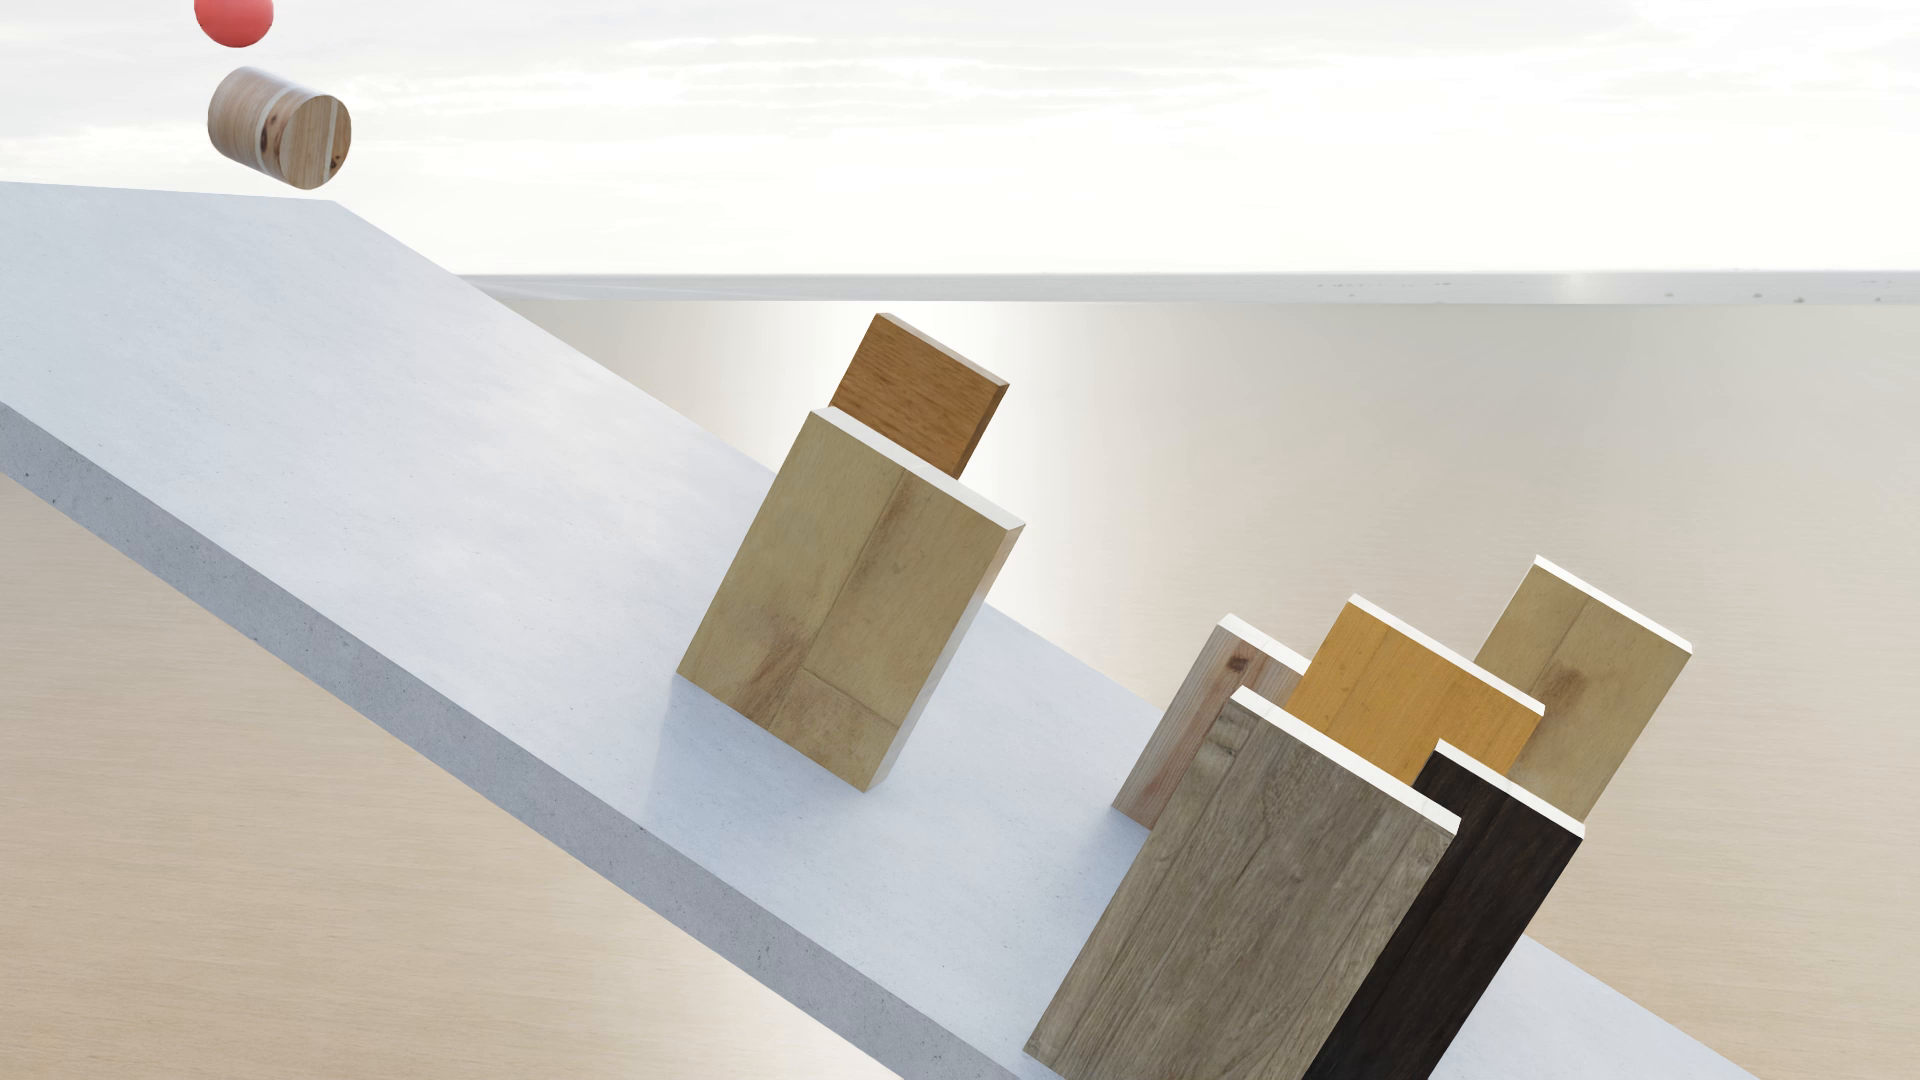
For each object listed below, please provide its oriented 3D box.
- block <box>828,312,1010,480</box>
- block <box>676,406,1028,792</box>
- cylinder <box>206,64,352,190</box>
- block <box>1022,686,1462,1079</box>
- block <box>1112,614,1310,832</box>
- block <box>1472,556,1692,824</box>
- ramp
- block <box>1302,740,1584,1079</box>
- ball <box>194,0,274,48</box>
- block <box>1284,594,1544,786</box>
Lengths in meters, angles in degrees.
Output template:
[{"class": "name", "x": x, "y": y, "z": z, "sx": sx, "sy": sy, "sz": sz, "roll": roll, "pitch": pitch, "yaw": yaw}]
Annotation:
[{"class": "block", "x": -0.160, "y": -0.168, "z": 4.650, "sx": 0.305, "sy": 0.543, "sz": 0.087, "roll": 31, "pitch": 15, "yaw": 11}, {"class": "block", "x": -0.188, "y": 0.099, "z": 3.722, "sx": 0.390, "sy": 0.518, "sz": 0.114, "roll": 31, "pitch": 15, "yaw": 11}, {"class": "cylinder", "x": -1.363, "y": -0.827, "z": 4.408, "sx": 0.197, "sy": 0.197, "sz": 0.197, "roll": 24, "pitch": 16, "yaw": 22}, {"class": "block", "x": 0.386, "y": 0.552, "z": 3.061, "sx": 0.346, "sy": 0.601, "sz": 0.094, "roll": 31, "pitch": 15, "yaw": 11}, {"class": "block", "x": 0.578, "y": 0.431, "z": 4.216, "sx": 0.407, "sy": 0.418, "sz": 0.136, "roll": 31, "pitch": 15, "yaw": 11}, {"class": "block", "x": 1.183, "y": 0.446, "z": 4.650, "sx": 0.361, "sy": 0.739, "sz": 0.140, "roll": 31, "pitch": 15, "yaw": 11}, {"class": "ramp", "x": -0.202, "y": 0.334, "z": 4.137, "sx": 4.000, "sy": 0.100, "sz": 2.000, "roll": 31, "pitch": 15, "yaw": 11}, {"class": "block", "x": 0.665, "y": 0.626, "z": 3.303, "sx": 0.243, "sy": 0.615, "sz": 0.081, "roll": 31, "pitch": 15, "yaw": 11}, {"class": "ball", "x": -1.377, "y": -1.008, "z": 4.175, "sx": 0.144, "sy": 0.144, "sz": 0.144, "roll": 0, "pitch": 7, "yaw": 0}, {"class": "block", "x": 0.713, "y": 0.464, "z": 3.946, "sx": 0.385, "sy": 0.620, "sz": 0.096, "roll": 31, "pitch": 15, "yaw": 11}]
